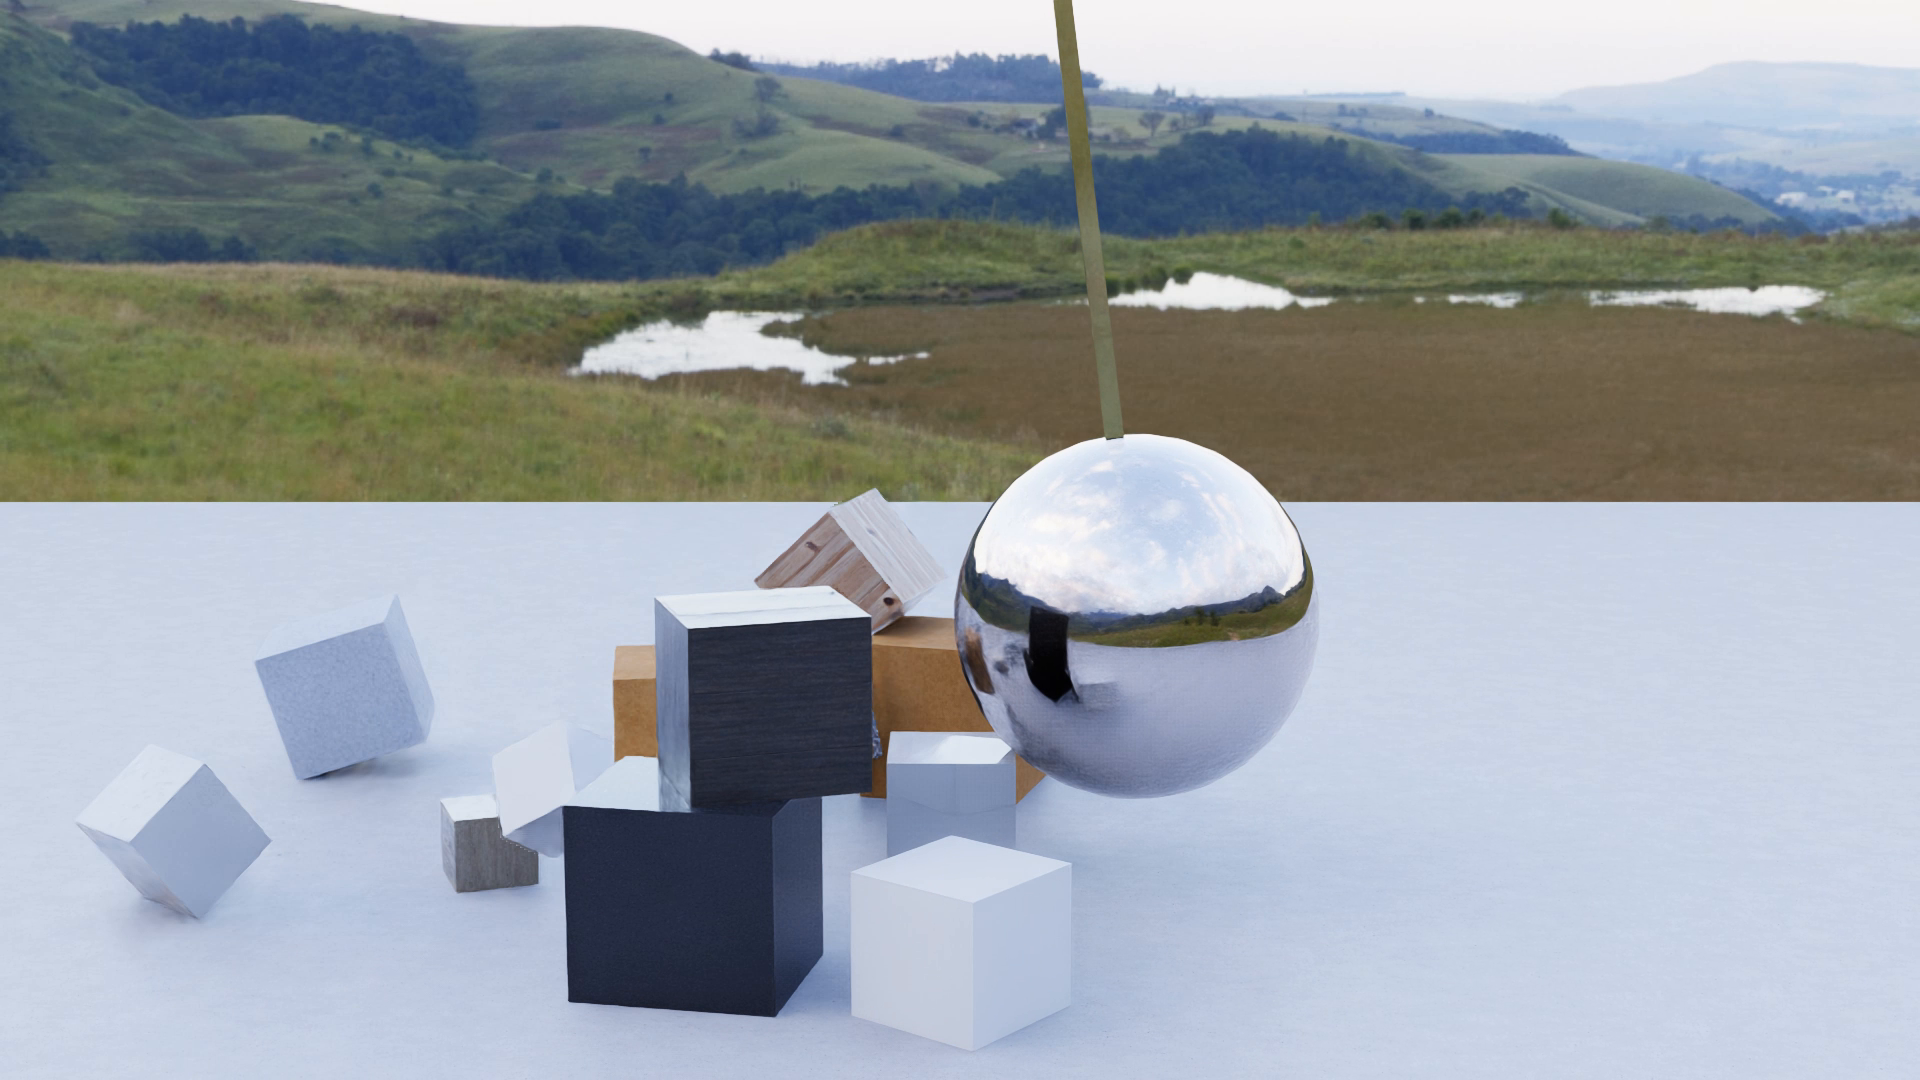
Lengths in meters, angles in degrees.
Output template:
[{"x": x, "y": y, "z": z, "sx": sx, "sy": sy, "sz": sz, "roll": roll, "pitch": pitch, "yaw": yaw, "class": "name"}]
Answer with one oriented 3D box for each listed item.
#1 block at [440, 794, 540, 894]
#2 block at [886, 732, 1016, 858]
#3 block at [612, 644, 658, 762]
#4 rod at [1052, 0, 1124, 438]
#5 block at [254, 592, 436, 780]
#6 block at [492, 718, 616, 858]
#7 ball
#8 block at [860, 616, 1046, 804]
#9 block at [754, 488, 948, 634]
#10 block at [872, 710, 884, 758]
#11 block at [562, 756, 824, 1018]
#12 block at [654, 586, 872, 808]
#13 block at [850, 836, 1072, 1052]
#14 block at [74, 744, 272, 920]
[{"x": -2.080, "y": 1.331, "z": 11.336, "sx": 0.362, "sy": 0.325, "sz": 0.368, "roll": -4, "pitch": 11, "yaw": -20, "class": "block"}, {"x": -0.036, "y": 1.195, "z": 11.431, "sx": 0.561, "sy": 0.559, "sz": 0.546, "roll": 0, "pitch": 10, "yaw": 0, "class": "block"}, {"x": -1.315, "y": 0.946, "z": 12.234, "sx": 0.643, "sy": 0.762, "sz": 0.713, "roll": -1, "pitch": 10, "yaw": -6, "class": "block"}, {"x": 0.334, "y": -2.984, "z": 10.638, "sx": 0.080, "sy": 5.200, "sz": 0.080, "roll": -7, "pitch": 10, "yaw": 1, "class": "rod"}, {"x": -3.136, "y": 0.742, "z": 13.144, "sx": 0.671, "sy": 0.655, "sz": 0.635, "roll": -17, "pitch": 14, "yaw": -3, "class": "block"}, {"x": -1.664, "y": 1.031, "z": 10.627, "sx": 0.381, "sy": 0.380, "sz": 0.328, "roll": -28, "pitch": -35, "yaw": 19, "class": "block"}, {"x": 0.771, "y": 0.333, "z": 11.241, "sx": 1.600, "sy": 1.600, "sz": 1.600, "roll": 0, "pitch": 10, "yaw": 0, "class": "ball"}, {"x": -0.021, "y": 0.843, "z": 12.772, "sx": 0.775, "sy": 0.771, "sz": 0.698, "roll": 3, "pitch": 11, "yaw": 17, "class": "block"}, {"x": -0.548, "y": 0.195, "z": 12.943, "sx": 0.576, "sy": 0.587, "sz": 0.562, "roll": -42, "pitch": -5, "yaw": 26, "class": "block"}, {"x": -0.693, "y": 0.904, "z": 12.395, "sx": 0.393, "sy": 0.409, "sz": 0.426, "roll": -11, "pitch": -4, "yaw": -39, "class": "block"}, {"x": -1.026, "y": 1.337, "z": 10.029, "sx": 0.820, "sy": 0.781, "sz": 0.727, "roll": 2, "pitch": 11, "yaw": 11, "class": "block"}, {"x": -0.771, "y": 0.596, "z": 9.991, "sx": 0.711, "sy": 0.691, "sz": 0.627, "roll": -3, "pitch": 11, "yaw": -18, "class": "block"}, {"x": 0.006, "y": 1.509, "z": 9.691, "sx": 0.583, "sy": 0.564, "sz": 0.602, "roll": 8, "pitch": 13, "yaw": 38, "class": "block"}, {"x": -3.339, "y": 1.236, "z": 10.893, "sx": 0.468, "sy": 0.498, "sz": 0.449, "roll": 9, "pitch": 50, "yaw": 43, "class": "block"}]
